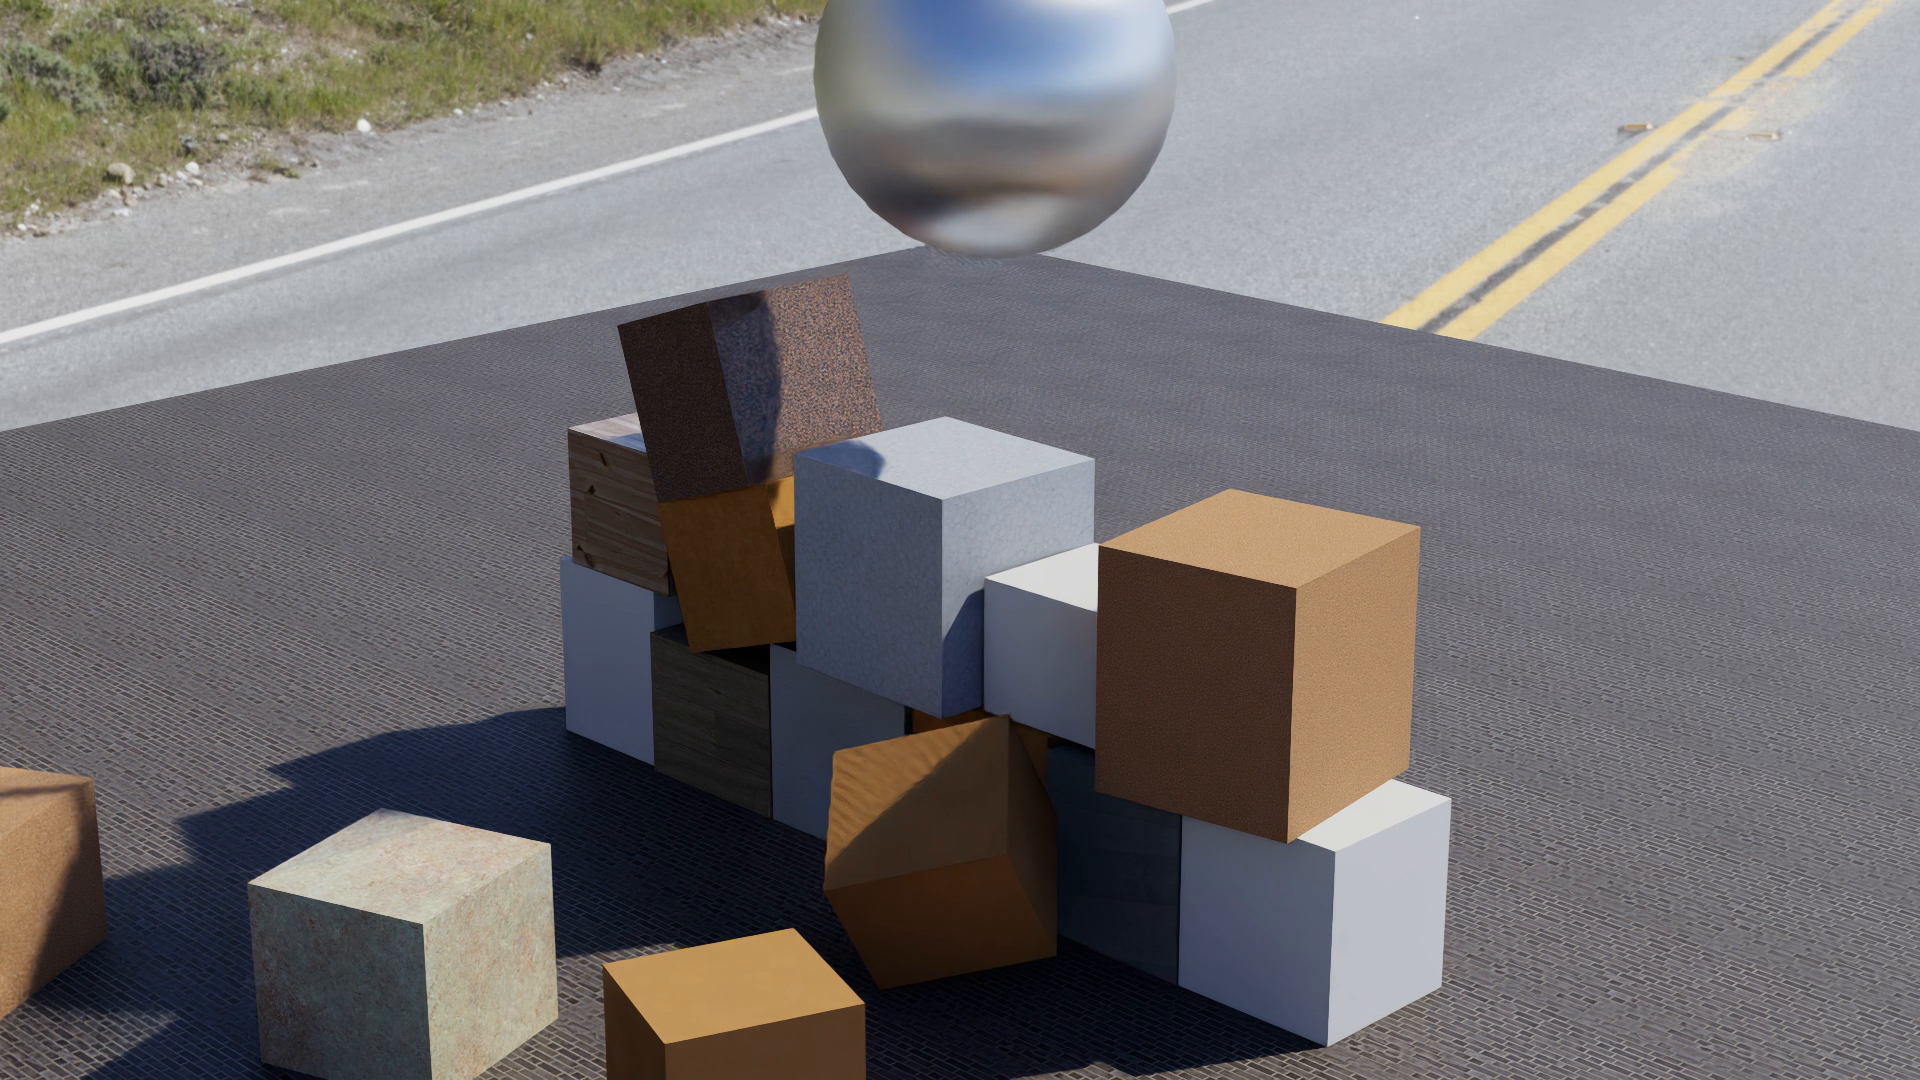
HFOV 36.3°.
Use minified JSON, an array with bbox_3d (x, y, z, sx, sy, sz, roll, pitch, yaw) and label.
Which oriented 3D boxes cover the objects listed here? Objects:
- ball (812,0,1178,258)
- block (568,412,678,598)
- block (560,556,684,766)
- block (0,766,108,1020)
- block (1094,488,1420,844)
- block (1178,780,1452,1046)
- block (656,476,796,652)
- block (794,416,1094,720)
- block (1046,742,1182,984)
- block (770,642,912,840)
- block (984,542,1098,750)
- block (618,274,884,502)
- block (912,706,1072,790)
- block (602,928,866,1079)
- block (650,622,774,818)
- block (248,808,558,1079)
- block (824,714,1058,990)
[{"bbox_3d":[0.154,-2.037,12.863,1.600,1.600,1.600,0,17,0],"label":"ball"},{"bbox_3d":[-1.429,-0.216,14.752,0.739,0.707,0.775,-16,24,-41],"label":"block"},{"bbox_3d":[-1.511,0.540,15.076,0.748,0.930,0.751,-17,24,-42],"label":"block"},{"bbox_3d":[-4.266,1.476,12.397,0.862,0.751,0.924,5,18,15],"label":"block"},{"bbox_3d":[1.230,0.493,12.136,0.924,1.071,1.007,13,21,35],"label":"block"},{"bbox_3d":[1.474,1.473,12.232,0.794,0.855,0.771,17,24,42],"label":"block"},{"bbox_3d":[-0.771,0.047,14.123,0.904,0.744,0.868,-16,5,-41],"label":"block"},{"bbox_3d":[-0.074,0.101,13.345,0.934,1.007,0.988,-16,23,-41],"label":"block"},{"bbox_3d":[0.936,1.307,12.795,0.821,0.835,0.775,-16,24,-41],"label":"block"},{"bbox_3d":[-0.275,0.920,13.919,0.842,0.898,0.918,-17,24,-42],"label":"block"},{"bbox_3d":[0.632,0.464,12.862,0.773,0.617,0.715,17,24,42],"label":"block"},{"bbox_3d":[-0.992,-0.726,14.031,0.841,0.871,0.764,-16,5,-39],"label":"block"},{"bbox_3d":[0.359,1.107,13.335,0.782,0.892,0.835,-17,24,-42],"label":"block"},{"bbox_3d":[-0.849,1.963,11.008,0.774,0.655,0.716,-8,19,-23],"label":"block"},{"bbox_3d":[-0.917,0.806,14.561,0.856,0.730,0.877,-17,24,-42],"label":"block"},{"bbox_3d":[-2.223,1.656,11.779,0.844,0.777,0.853,9,19,25],"label":"block"},{"bbox_3d":[-0.067,1.310,12.296,0.784,0.672,0.768,-13,41,14],"label":"block"}]
